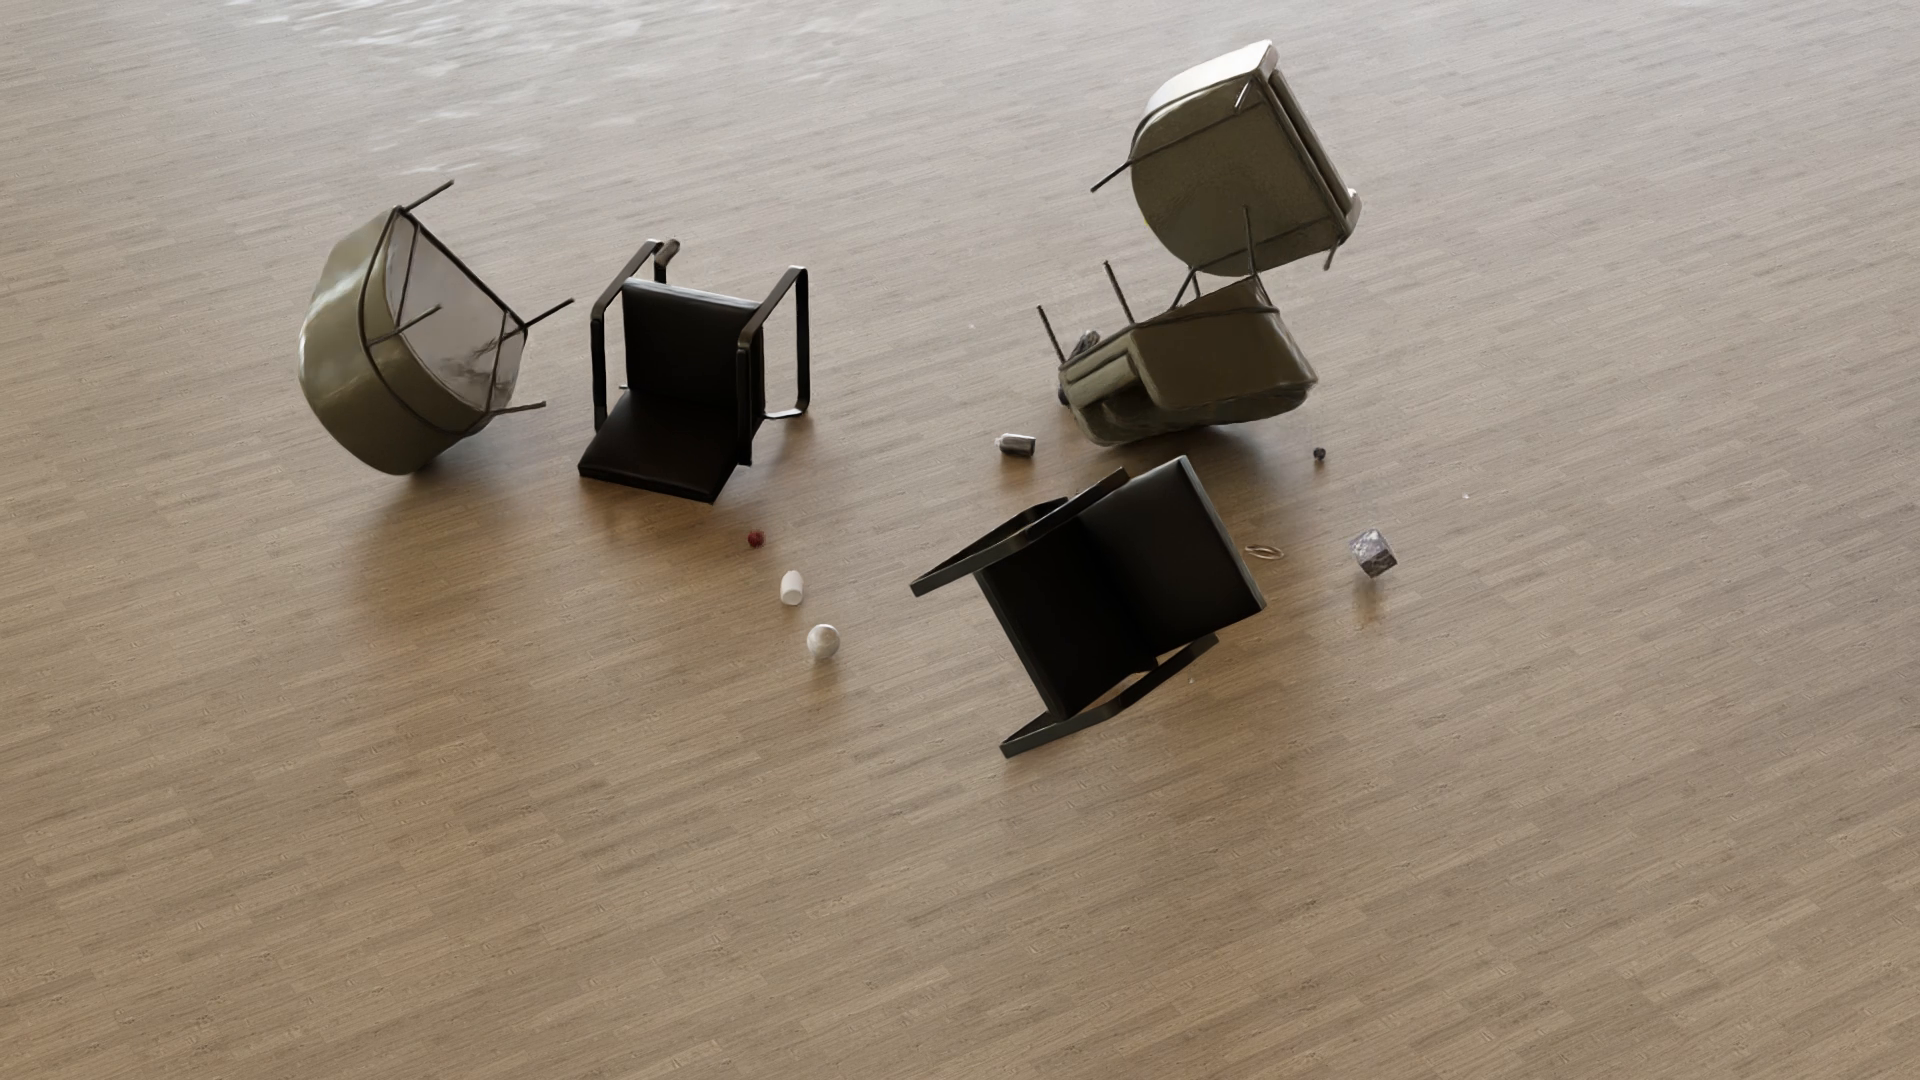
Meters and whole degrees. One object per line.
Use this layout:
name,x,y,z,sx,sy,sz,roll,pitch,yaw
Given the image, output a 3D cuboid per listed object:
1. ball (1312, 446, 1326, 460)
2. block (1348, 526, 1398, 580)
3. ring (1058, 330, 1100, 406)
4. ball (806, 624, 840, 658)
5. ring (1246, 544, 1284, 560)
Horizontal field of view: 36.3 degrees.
ball,1.399,-0.338,11.411,0.051,0.051,0.051,0,33,0
block,1.506,0.049,10.700,0.114,0.120,0.112,-33,50,11
ring,0.481,-0.692,11.779,0.082,0.196,0.345,25,69,-10
ball,-0.478,0.354,10.298,0.119,0.119,0.119,0,33,0
ring,1.128,0.043,10.863,0.148,0.018,0.075,13,36,18
